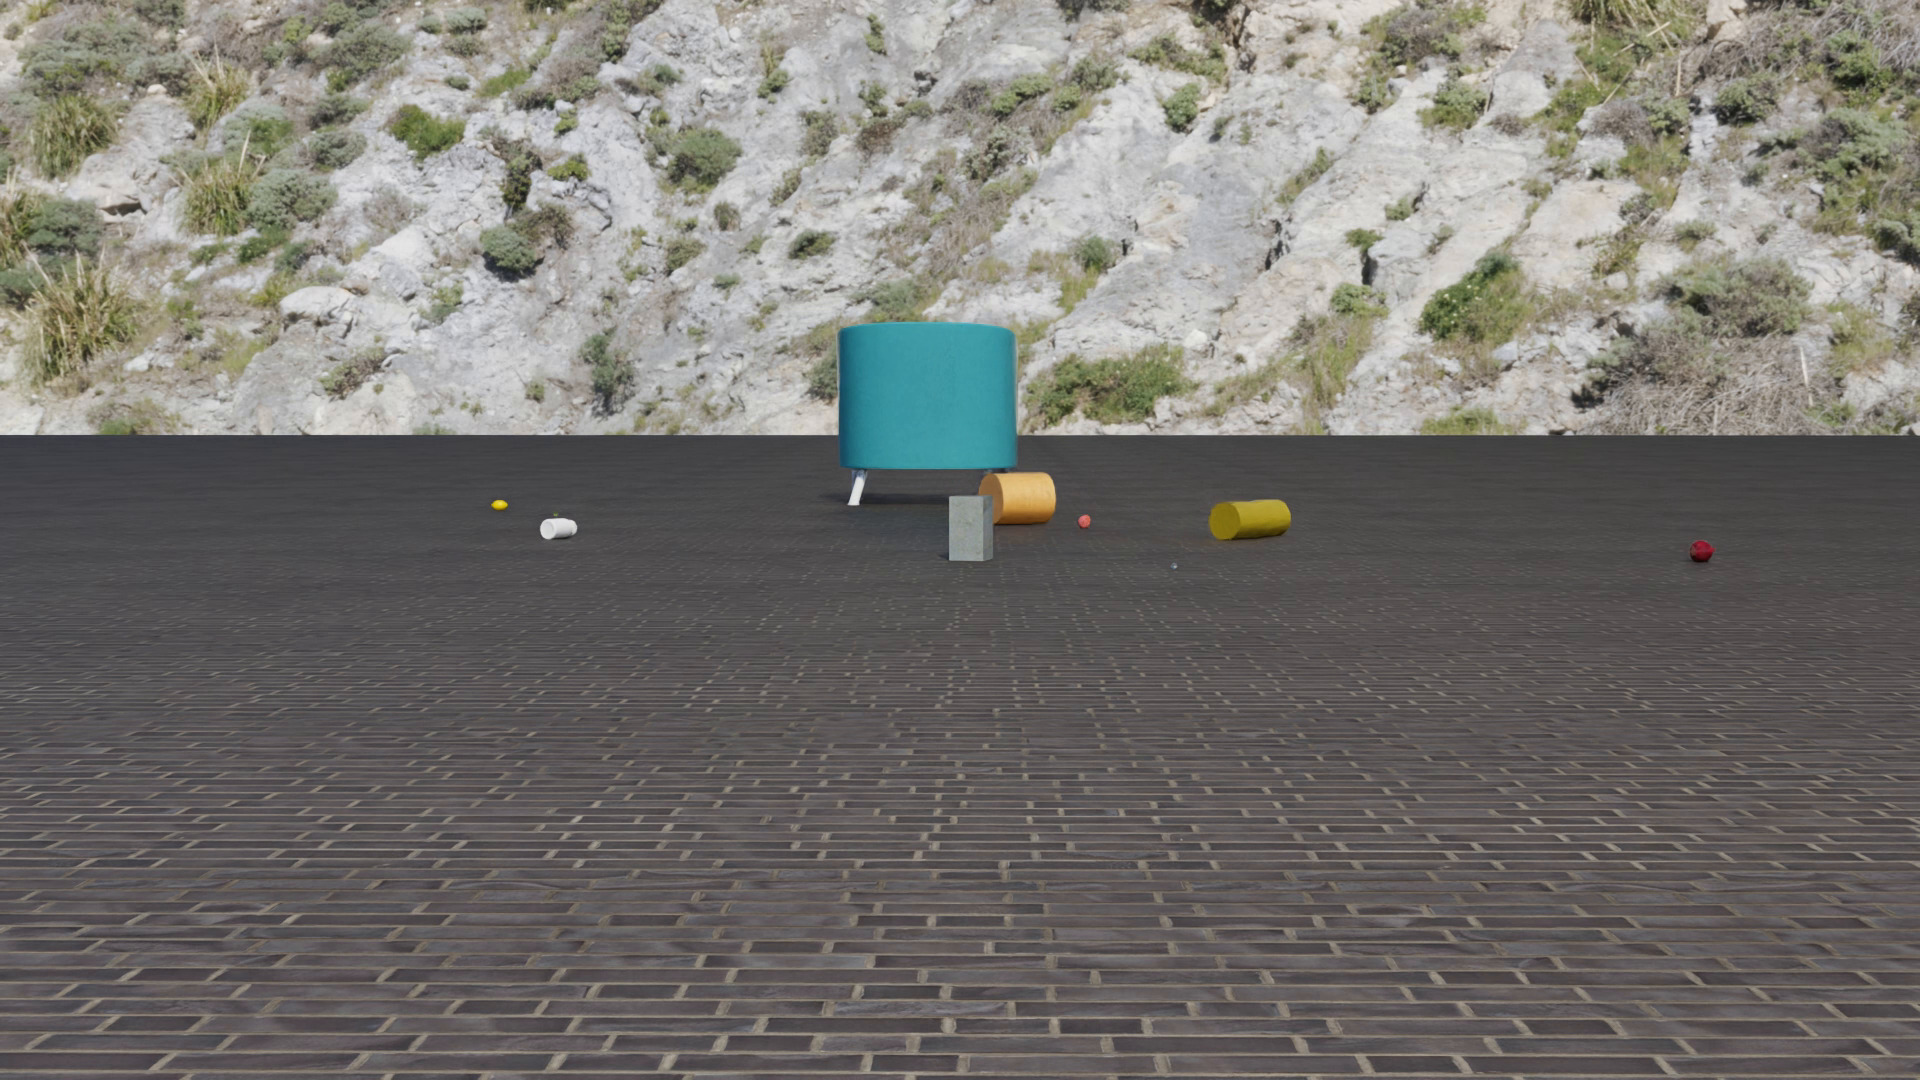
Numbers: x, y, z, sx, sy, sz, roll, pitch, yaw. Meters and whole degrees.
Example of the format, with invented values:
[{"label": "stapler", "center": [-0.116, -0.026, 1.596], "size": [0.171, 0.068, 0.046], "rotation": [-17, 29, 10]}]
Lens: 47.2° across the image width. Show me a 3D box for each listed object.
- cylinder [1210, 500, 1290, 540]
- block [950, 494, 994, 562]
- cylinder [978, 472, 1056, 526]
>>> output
[{"label": "cylinder", "center": [0.875, -0.062, 6.628], "size": [0.256, 0.113, 0.116], "rotation": [-4, -15, -46]}, {"label": "block", "center": [0.030, -0.032, 5.792], "size": [0.093, 0.168, 0.092], "rotation": [1, 4, 17]}, {"label": "cylinder", "center": [0.189, -0.138, 7.297], "size": [0.198, 0.173, 0.172], "rotation": [-2, -16, -28]}]
